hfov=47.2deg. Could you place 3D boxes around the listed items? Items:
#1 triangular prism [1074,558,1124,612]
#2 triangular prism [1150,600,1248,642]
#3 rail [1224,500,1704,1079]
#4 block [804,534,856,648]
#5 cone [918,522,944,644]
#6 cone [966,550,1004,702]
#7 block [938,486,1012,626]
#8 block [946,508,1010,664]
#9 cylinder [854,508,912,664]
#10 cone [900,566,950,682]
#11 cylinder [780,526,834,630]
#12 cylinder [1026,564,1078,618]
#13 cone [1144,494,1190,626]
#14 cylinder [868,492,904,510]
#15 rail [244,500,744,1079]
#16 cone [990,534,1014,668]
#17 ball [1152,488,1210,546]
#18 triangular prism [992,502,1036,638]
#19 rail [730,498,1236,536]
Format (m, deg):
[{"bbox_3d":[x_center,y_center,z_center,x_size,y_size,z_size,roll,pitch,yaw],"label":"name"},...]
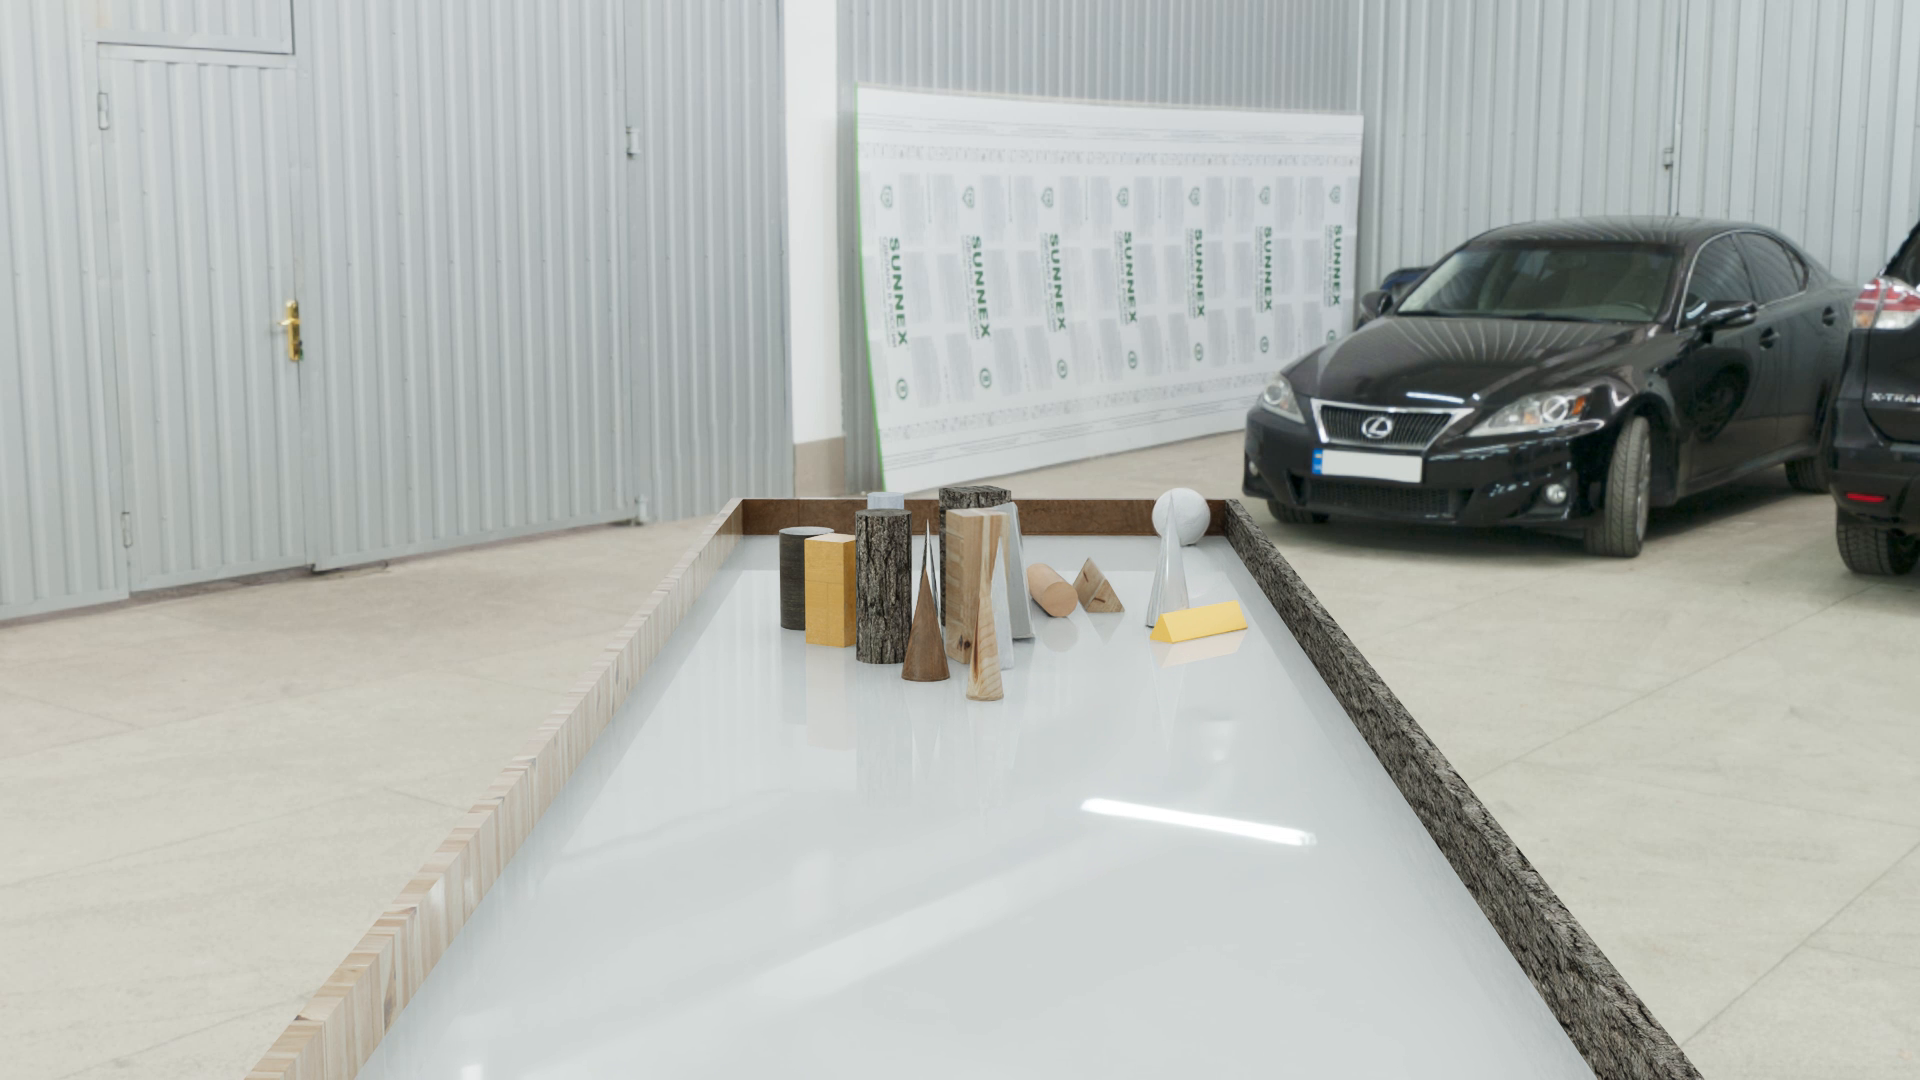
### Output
[{"bbox_3d":[0.480,0.152,7.676,0.128,0.111,0.457,-1,9,-4],"label":"triangular prism"},{"bbox_3d":[0.772,0.258,7.094,0.361,0.085,0.098,-8,12,-41],"label":"triangular prism"},{"bbox_3d":[1.046,0.843,3.208,0.050,0.150,12.000,0,9,1],"label":"rail"},{"bbox_3d":[-0.389,0.158,6.952,0.144,0.333,0.144,5,10,30],"label":"block"},{"bbox_3d":[-0.101,0.127,6.925,0.102,0.402,0.102,0,9,0],"label":"cone"},{"bbox_3d":[0.070,0.236,6.178,0.109,0.421,0.109,0,9,0],"label":"cone"},{"bbox_3d":[0.050,0.060,7.172,0.179,0.453,0.179,-4,8,-23],"label":"block"},{"bbox_3d":[0.053,0.138,6.695,0.148,0.451,0.148,-4,10,-21],"label":"block"},{"bbox_3d":[-0.232,0.139,6.691,0.172,0.451,0.172,0,9,0],"label":"cylinder"},{"bbox_3d":[-0.101,0.237,6.447,0.147,0.334,0.147,0,9,0],"label":"cone"},{"bbox_3d":[-0.502,0.125,7.213,0.180,0.315,0.180,0,9,0],"label":"cylinder"},{"bbox_3d":[0.307,0.170,7.551,0.121,0.121,0.380,-1,9,-9],"label":"cylinder"},{"bbox_3d":[0.689,0.060,7.214,0.158,0.436,0.158,1,6,0],"label":"cone"},{"bbox_3d":[-0.241,0.069,7.165,0.119,0.441,0.119,0,9,0],"label":"cylinder"},{"bbox_3d":[-1.004,0.839,3.234,0.050,0.150,12.000,0,9,1],"label":"rail"},{"bbox_3d":[0.114,0.175,6.588,0.117,0.405,0.117,2,7,0],"label":"cone"},{"bbox_3d":[0.893,-0.096,8.872,0.232,0.232,0.232,0,9,0],"label":"ball"},{"bbox_3d":[0.180,0.100,7.034,0.126,0.423,0.109,-14,-10,35],"label":"triangular prism"},{"bbox_3d":[0.099,-0.098,9.147,2.100,0.150,0.050,0,9,1],"label":"rail"}]
